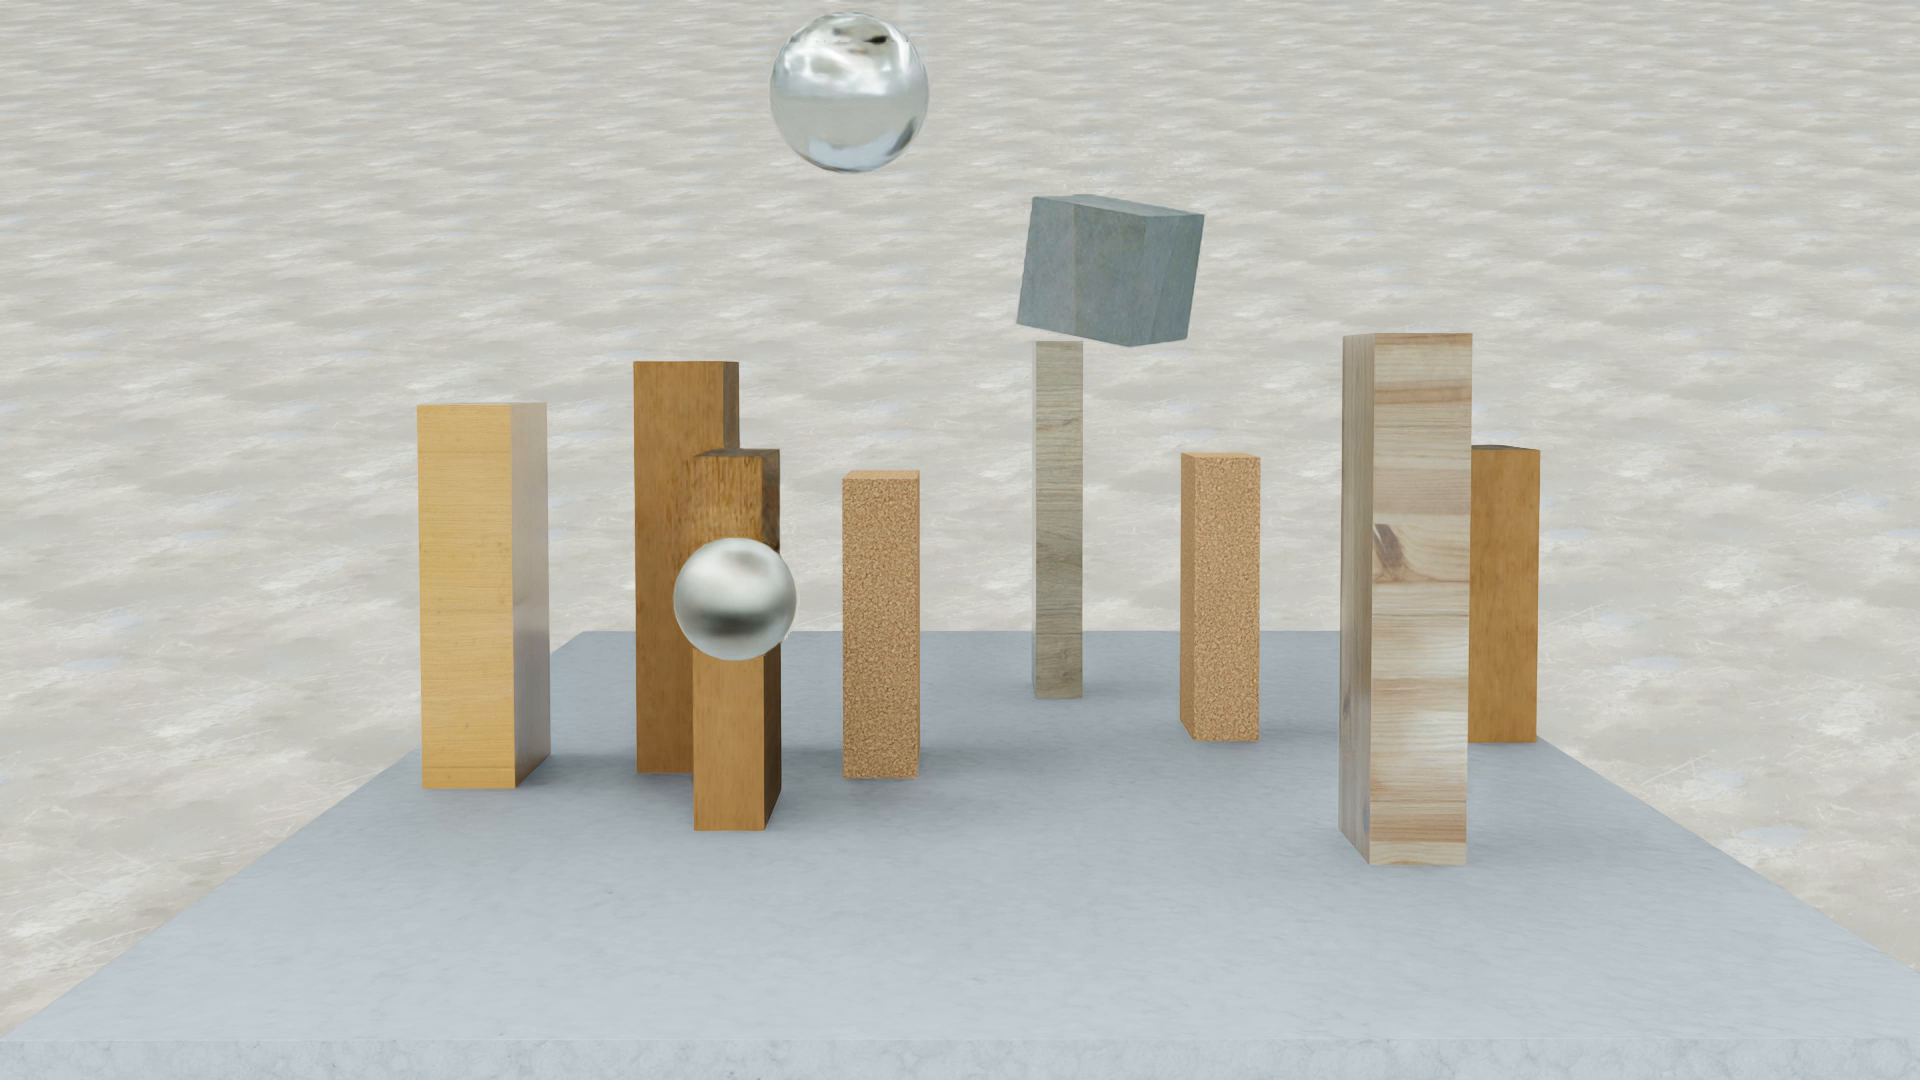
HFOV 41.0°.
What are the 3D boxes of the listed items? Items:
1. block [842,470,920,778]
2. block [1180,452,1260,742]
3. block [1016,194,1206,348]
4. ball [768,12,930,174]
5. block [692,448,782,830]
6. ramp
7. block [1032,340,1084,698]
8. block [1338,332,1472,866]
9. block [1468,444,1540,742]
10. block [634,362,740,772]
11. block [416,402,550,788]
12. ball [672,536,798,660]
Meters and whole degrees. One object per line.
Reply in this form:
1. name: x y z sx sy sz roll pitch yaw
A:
1. block: -0.130 0.132 4.331 0.120 0.486 0.363 0 4 0
2. block: 0.475 0.097 4.707 0.116 0.506 0.288 0 4 0
3. block: 0.162 -0.291 2.756 0.137 0.137 0.137 15 15 29
4. ball: -0.111 -0.448 2.570 0.161 0.161 0.161 0 19 0
5. block: -0.332 0.138 3.854 0.101 0.538 0.367 0 4 0
6. ramp: 0.046 0.412 4.536 2.000 0.100 4.000 0 4 0
7. block: 0.200 -0.049 5.300 0.094 0.719 0.275 0 4 0
8. block: 0.611 0.072 3.546 0.129 0.709 0.279 0 4 0
9. block: 0.950 0.090 4.705 0.147 0.520 0.328 0 4 0
10. block: -0.459 0.036 4.357 0.146 0.676 0.317 0 4 0
11. block: -0.779 0.079 4.226 0.146 0.606 0.363 0 4 0
12. ball: -0.221 0.058 2.530 0.122 0.122 0.122 0 19 0
